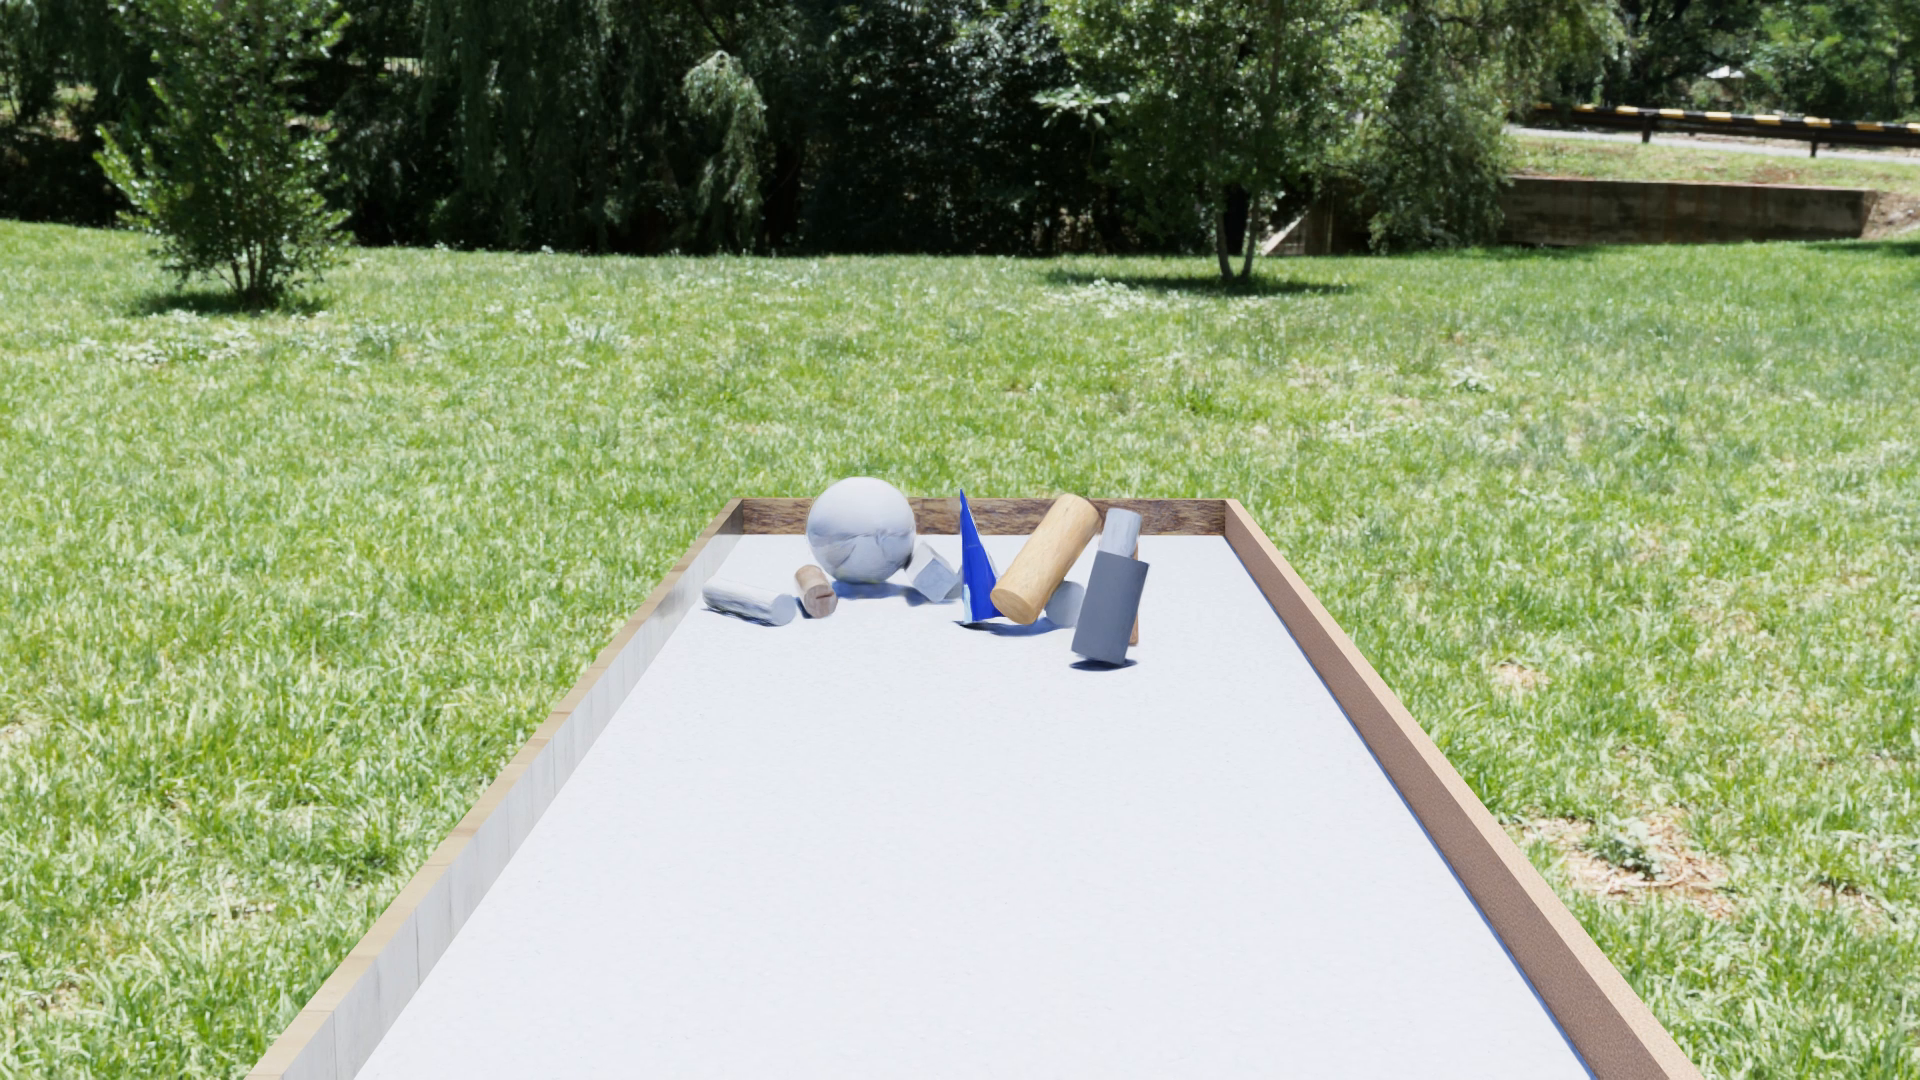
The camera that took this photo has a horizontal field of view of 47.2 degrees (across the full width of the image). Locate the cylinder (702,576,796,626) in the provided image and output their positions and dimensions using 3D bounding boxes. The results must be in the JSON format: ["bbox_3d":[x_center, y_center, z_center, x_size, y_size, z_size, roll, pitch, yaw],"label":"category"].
[{"bbox_3d":[-0.711,0.204,7.380,0.107,0.107,0.417,-7,11,-38],"label":"cylinder"}]

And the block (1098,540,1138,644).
[{"bbox_3d":[0.498,0.162,6.930,0.108,0.322,0.108,-1,3,-8],"label":"block"}]

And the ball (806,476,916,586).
[{"bbox_3d":[-0.351,-0.032,7.846,0.393,0.393,0.393,0,9,0],"label":"ball"}]

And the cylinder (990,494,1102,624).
[{"bbox_3d":[0.283,0.061,7.192,0.169,0.169,0.436,8,50,41],"label":"cylinder"}]

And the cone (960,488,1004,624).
[{"bbox_3d":[0.043,0.039,7.230,0.154,0.454,0.154,-11,-3,-1],"label":"cone"}]

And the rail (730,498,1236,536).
[{"bbox_3d":[0.099,-0.098,9.147,2.100,0.150,0.050,0,9,1],"label":"rail"}]

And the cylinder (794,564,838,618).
[{"bbox_3d":[-0.498,0.174,7.547,0.114,0.114,0.401,-1,9,-9],"label":"cylinder"}]

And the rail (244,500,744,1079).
[{"bbox_3d":[-1.004,0.839,3.234,0.050,0.150,12.000,0,9,1],"label":"rail"}]

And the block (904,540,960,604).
[{"bbox_3d":[-0.107,0.113,7.754,0.120,0.120,0.376,42,2,-11],"label":"block"}]

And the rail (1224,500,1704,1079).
[{"bbox_3d":[1.046,0.843,3.208,0.050,0.150,12.000,0,9,1],"label":"rail"}]

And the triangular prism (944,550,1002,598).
[{"bbox_3d":[0.052,0.120,7.853,0.136,0.117,0.344,2,9,15],"label":"triangular prism"}]

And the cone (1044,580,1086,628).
[{"bbox_3d":[0.401,0.223,7.356,0.158,0.158,0.333,3,-4,18],"label":"cone"}]

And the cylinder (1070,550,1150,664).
[{"bbox_3d":[0.451,0.203,6.615,0.165,0.314,0.165,15,-1,0],"label":"cylinder"}]

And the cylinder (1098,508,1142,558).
[{"bbox_3d":[0.461,0.127,6.789,0.109,0.437,0.109,13,-10,2],"label":"cylinder"}]
